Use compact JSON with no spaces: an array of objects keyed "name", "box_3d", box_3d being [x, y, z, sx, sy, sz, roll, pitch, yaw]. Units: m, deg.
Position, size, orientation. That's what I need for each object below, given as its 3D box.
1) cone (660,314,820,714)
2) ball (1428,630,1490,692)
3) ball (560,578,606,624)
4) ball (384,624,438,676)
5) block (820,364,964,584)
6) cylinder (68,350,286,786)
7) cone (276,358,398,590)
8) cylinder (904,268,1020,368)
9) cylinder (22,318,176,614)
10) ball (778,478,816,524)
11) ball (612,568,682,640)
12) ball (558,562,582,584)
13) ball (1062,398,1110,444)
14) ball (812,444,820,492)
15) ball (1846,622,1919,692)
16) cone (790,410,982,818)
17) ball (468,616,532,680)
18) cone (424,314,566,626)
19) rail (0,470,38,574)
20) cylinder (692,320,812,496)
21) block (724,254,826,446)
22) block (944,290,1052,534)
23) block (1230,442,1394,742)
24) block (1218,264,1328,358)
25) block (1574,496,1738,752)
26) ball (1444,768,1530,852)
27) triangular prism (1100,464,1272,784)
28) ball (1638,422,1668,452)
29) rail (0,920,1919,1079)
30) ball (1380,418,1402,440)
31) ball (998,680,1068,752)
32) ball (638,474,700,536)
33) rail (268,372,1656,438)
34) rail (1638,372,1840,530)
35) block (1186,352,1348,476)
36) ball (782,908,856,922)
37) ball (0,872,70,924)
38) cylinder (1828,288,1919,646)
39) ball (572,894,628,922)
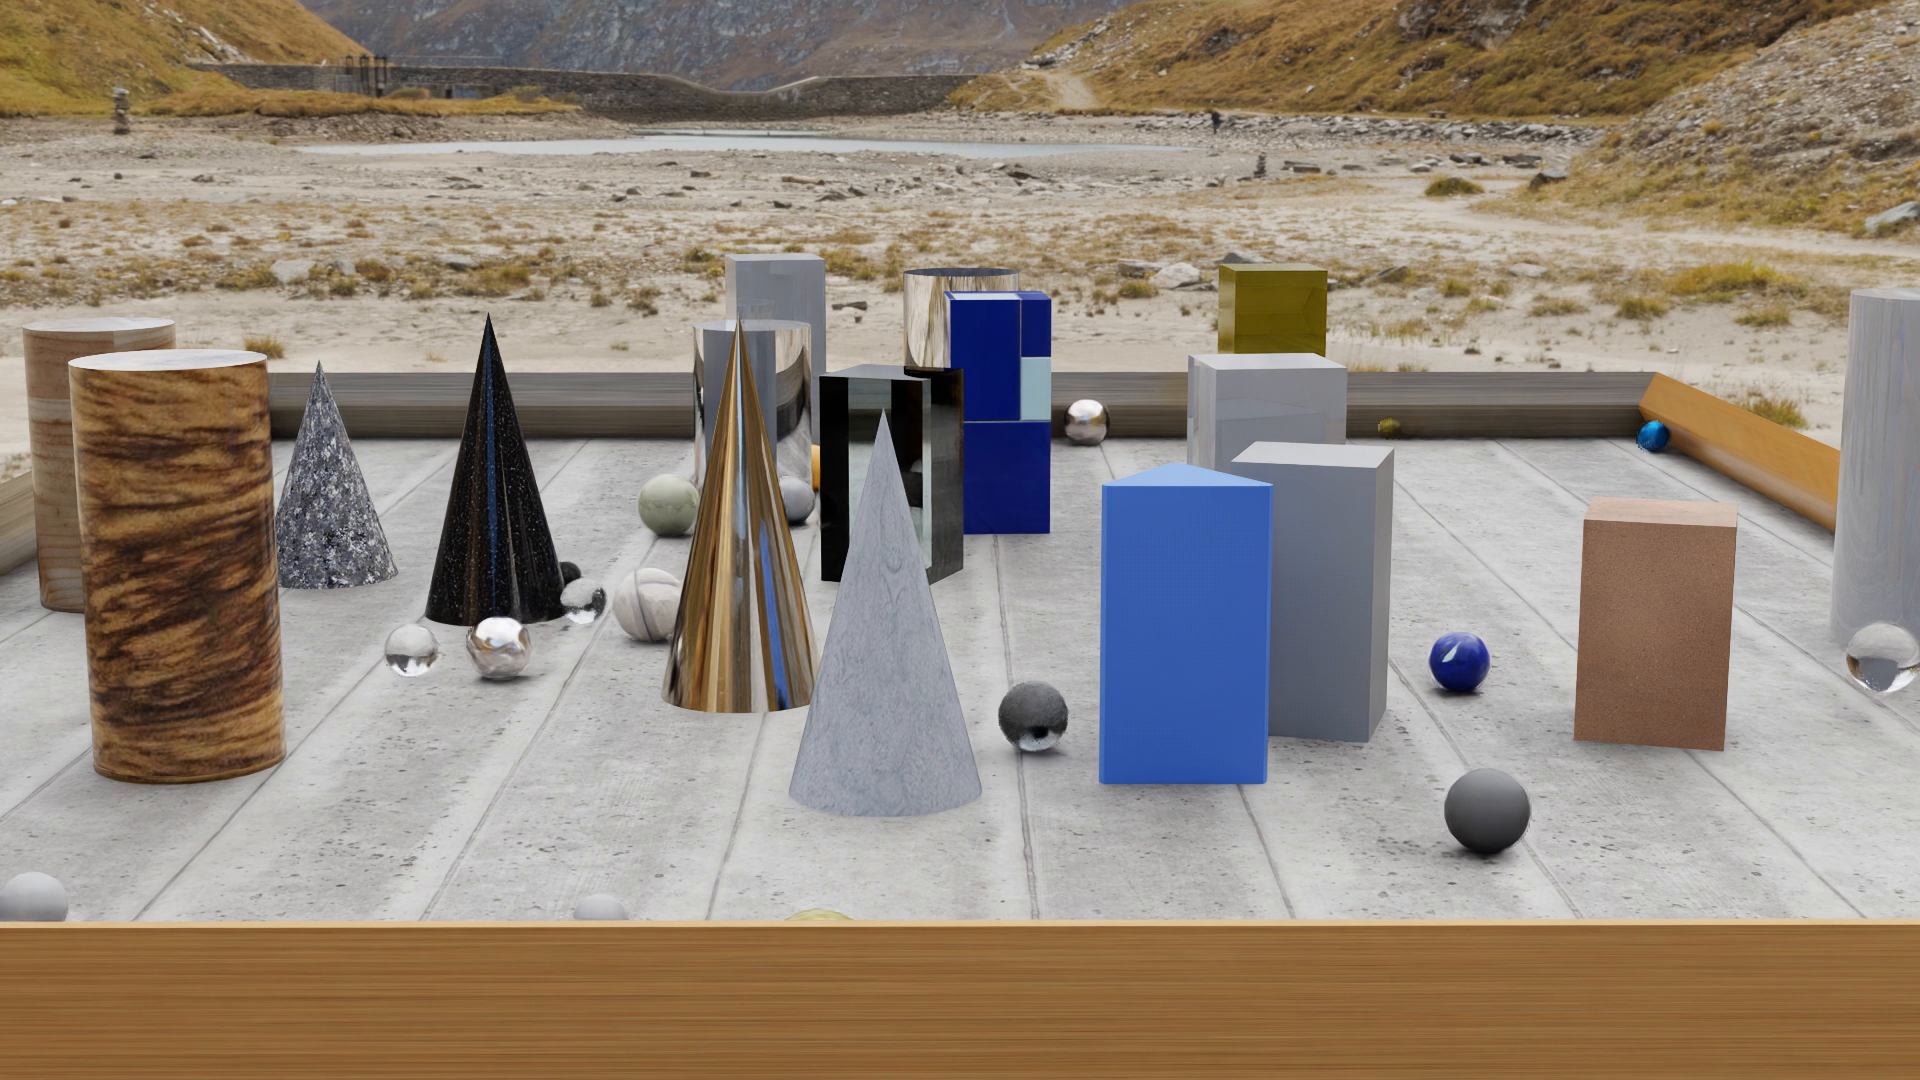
[{"name":"cone","box_3d":[-0.253,-0.040,2.974,0.197,0.447,0.197,0,10,0]},{"name":"ball","box_3d":[0.588,0.143,3.018,0.071,0.071,0.071,0,10,0]},{"name":"ball","box_3d":[-0.497,0.080,3.384,0.060,0.060,0.060,0,10,0]},{"name":"ball","box_3d":[-0.660,0.133,3.090,0.064,0.064,0.064,0,10,0]},{"name":"block","box_3d":[-0.097,-0.095,3.685,0.157,0.295,0.157,4,11,21]},{"name":"cylinder","box_3d":[-0.816,0.023,2.685,0.197,0.427,0.197,0,10,0]},{"name":"cone","box_3d":[-0.912,-0.104,3.678,0.197,0.315,0.197,0,10,0]},{"name":"cylinder","box_3d":[0.002,-0.266,4.373,0.197,0.381,0.197,0,10,0]},{"name":"cylinder","box_3d":[-1.166,-0.106,3.510,0.197,0.380,0.197,0,10,0]},{"name":"ball","box_3d":[-0.270,-0.062,4.112,0.075,0.075,0.075,0,10,0]},{"name":"ball","box_3d":[-0.397,0.082,3.284,0.094,0.094,0.094,0,10,0]},{"name":"ball","box_3d":[-0.551,0.052,3.580,0.045,0.045,0.045,0,10,0]},{"name":"ball","box_3d":[0.245,-0.229,4.972,0.090,0.090,0.090,0,10,0]},{"name":"ball","box_3d":[-0.257,-0.124,4.423,0.083,0.083,0.083,0,10,0]},{"name":"ball","box_3d":[1.085,0.138,3.013,0.083,0.083,0.083,0,10,0]},{"name":"cone","box_3d":[-0.076,0.061,2.575,0.197,0.392,0.197,0,10,0]},{"name":"ball","box_3d":[-0.552,0.129,3.077,0.077,0.077,0.077,0,10,0]},{"name":"cone","box_3d":[-0.623,-0.103,3.427,0.197,0.405,0.197,0,10,0]},{"name":"rail","box_3d":[-1.363,0.034,3.441,0.045,0.128,3.300,0,10,0]},{"name":"cylinder","box_3d":[-0.347,-0.210,4.292,0.197,0.300,0.197,0,10,0]},{"name":"block","box_3d":[-0.329,-0.310,4.582,0.157,0.391,0.157,-2,11,-12]},{"name":"block","box_3d":[0.058,-0.204,4.076,0.157,0.368,0.157,-1,11,-4]},{"name":"block","box_3d":[0.391,0.054,2.860,0.157,0.303,0.157,3,11,16]},{"name":"block","box_3d":[0.537,-0.280,4.439,0.157,0.384,0.157,-1,11,-5]},{"name":"block","box_3d":[0.769,0.089,2.831,0.157,0.245,0.157,3,11,17]},{"name":"ball","box_3d":[0.493,0.253,2.400,0.079,0.079,0.079,0,10,0]},{"name":"triangular prism","box_3d":[0.229,0.084,2.680,0.170,0.310,0.147,0,10,0]},{"name":"ball","box_3d":[1.322,-0.197,4.893,0.055,0.055,0.055,0,10,0]},{"name":"rail","box_3d":[0.009,0.329,1.850,2.774,0.128,0.045,0,10,0]},{"name":"ball","box_3d":[0.848,-0.218,5.041,0.042,0.042,0.042,0,10,0]},{"name":"ball","box_3d":[0.079,0.189,2.754,0.076,0.076,0.076,0,10,0]},{"name":"ball","box_3d":[-0.455,-0.056,4.013,0.098,0.098,0.098,0,10,0]},{"name":"rail","box_3d":[-0.009,-0.263,5.048,2.774,0.128,0.045,0,10,0]},{"name":"rail","box_3d":[1.363,0.031,3.457,0.045,0.128,3.300,0,10,0]},{"name":"block","box_3d":[0.368,-0.031,3.117,0.157,0.375,0.157,-1,11,-7]},{"name":"ball","box_3d":[-0.108,0.328,1.966,0.090,0.090,0.090,0,10,0]},{"name":"ball","box_3d":[-0.781,0.308,2.159,0.058,0.058,0.058,0,10,0]},{"name":"cylinder","box_3d":[1.220,-0.091,3.257,0.197,0.443,0.197,0,10,0]},{"name":"ball","box_3d":[-0.300,0.318,2.138,0.047,0.047,0.047,0,10,0]}]
